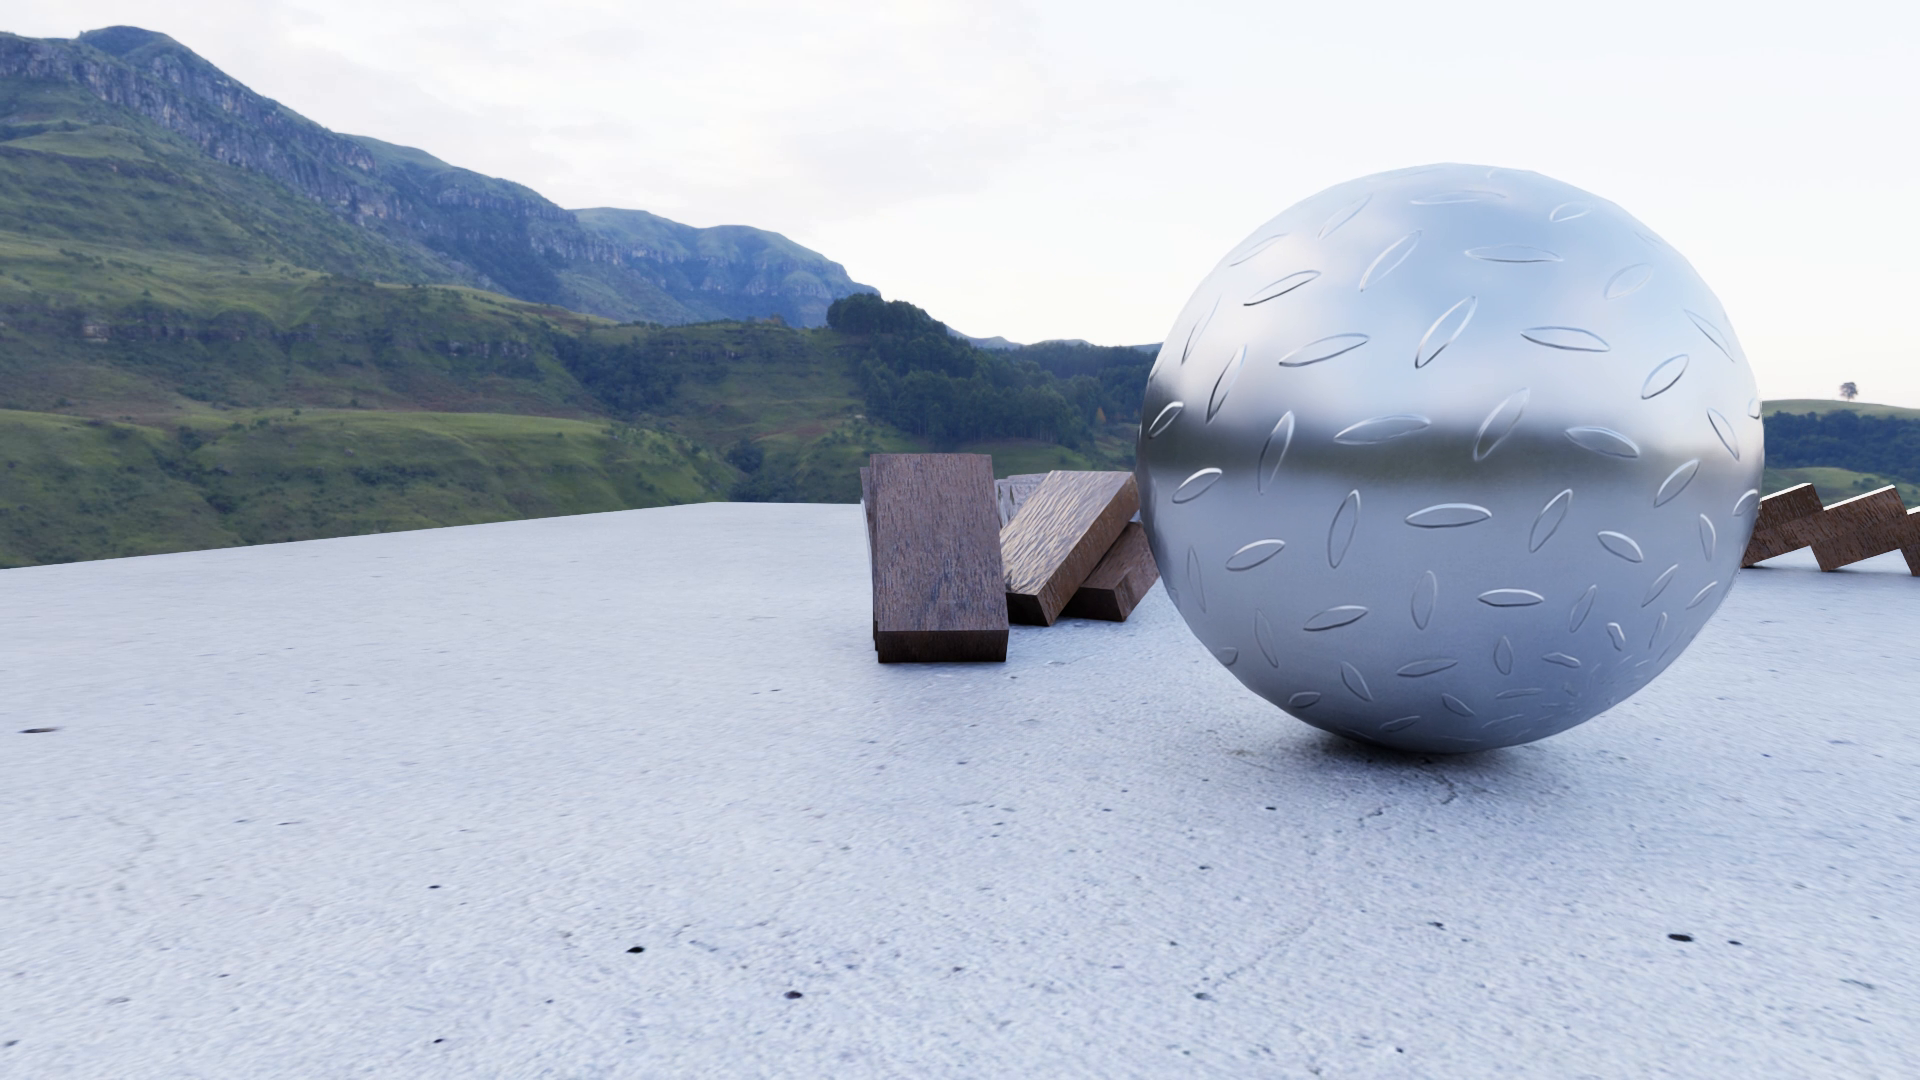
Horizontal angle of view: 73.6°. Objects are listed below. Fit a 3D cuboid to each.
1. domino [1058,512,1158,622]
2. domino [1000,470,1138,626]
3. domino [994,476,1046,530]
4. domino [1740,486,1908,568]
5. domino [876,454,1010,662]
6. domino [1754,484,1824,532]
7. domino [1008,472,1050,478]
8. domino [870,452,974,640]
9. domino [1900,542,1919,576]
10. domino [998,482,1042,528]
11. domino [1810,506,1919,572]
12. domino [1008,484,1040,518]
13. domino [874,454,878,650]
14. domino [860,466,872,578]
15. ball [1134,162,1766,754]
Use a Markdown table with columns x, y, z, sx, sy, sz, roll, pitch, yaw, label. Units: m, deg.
| x | y | z | sx | sy | sz | roll | pitch | yaw | label |
| --- | --- | --- | --- | --- | --- | --- | --- | --- | --- |
| 0.041 | 0.002 | 0.328 | 0.025 | 0.010 | 0.050 | 3 | 35 | 38 | domino |
| 0.023 | 0.001 | 0.319 | 0.025 | 0.009 | 0.050 | 3 | 39 | 39 | domino |
| 0.023 | -0.004 | 0.403 | 0.025 | 0.009 | 0.050 | -4 | 31 | -4 | domino |
| 0.291 | -0.004 | 0.436 | 0.050 | 0.009 | 0.025 | -25 | -11 | 33 | domino |
| -0.005 | 0.003 | 0.265 | 0.025 | 0.009 | 0.050 | 0 | 46 | -4 | domino |
| 0.272 | -0.006 | 0.451 | 0.050 | 0.009 | 0.025 | -24 | -9 | 26 | domino |
| 0.028 | -0.006 | 0.426 | 0.025 | 0.010 | 0.050 | -4 | 31 | 7 | domino |
| -0.008 | 0.000 | 0.293 | 0.025 | 0.010 | 0.050 | -1 | 46 | -4 | domino |
| 0.329 | -0.002 | 0.407 | 0.050 | 0.010 | 0.025 | -26 | -12 | 36 | domino |
| 0.026 | -0.001 | 0.380 | 0.025 | 0.010 | 0.050 | -2 | 31 | -5 | domino |
| 0.310 | -0.003 | 0.422 | 0.050 | 0.010 | 0.025 | -25 | -11 | 33 | domino |
| 0.029 | 0.000 | 0.357 | 0.025 | 0.010 | 0.050 | 0 | 31 | -5 | domino |
| -0.006 | 0.002 | 0.279 | 0.025 | 0.010 | 0.050 | 0 | 46 | -4 | domino |
| -0.010 | 0.000 | 0.310 | 0.025 | 0.009 | 0.050 | -4 | 40 | -7 | domino |
| 0.065 | -0.011 | 0.178 | 0.080 | 0.080 | 0.080 | 0 | 4 | 0 | ball |
